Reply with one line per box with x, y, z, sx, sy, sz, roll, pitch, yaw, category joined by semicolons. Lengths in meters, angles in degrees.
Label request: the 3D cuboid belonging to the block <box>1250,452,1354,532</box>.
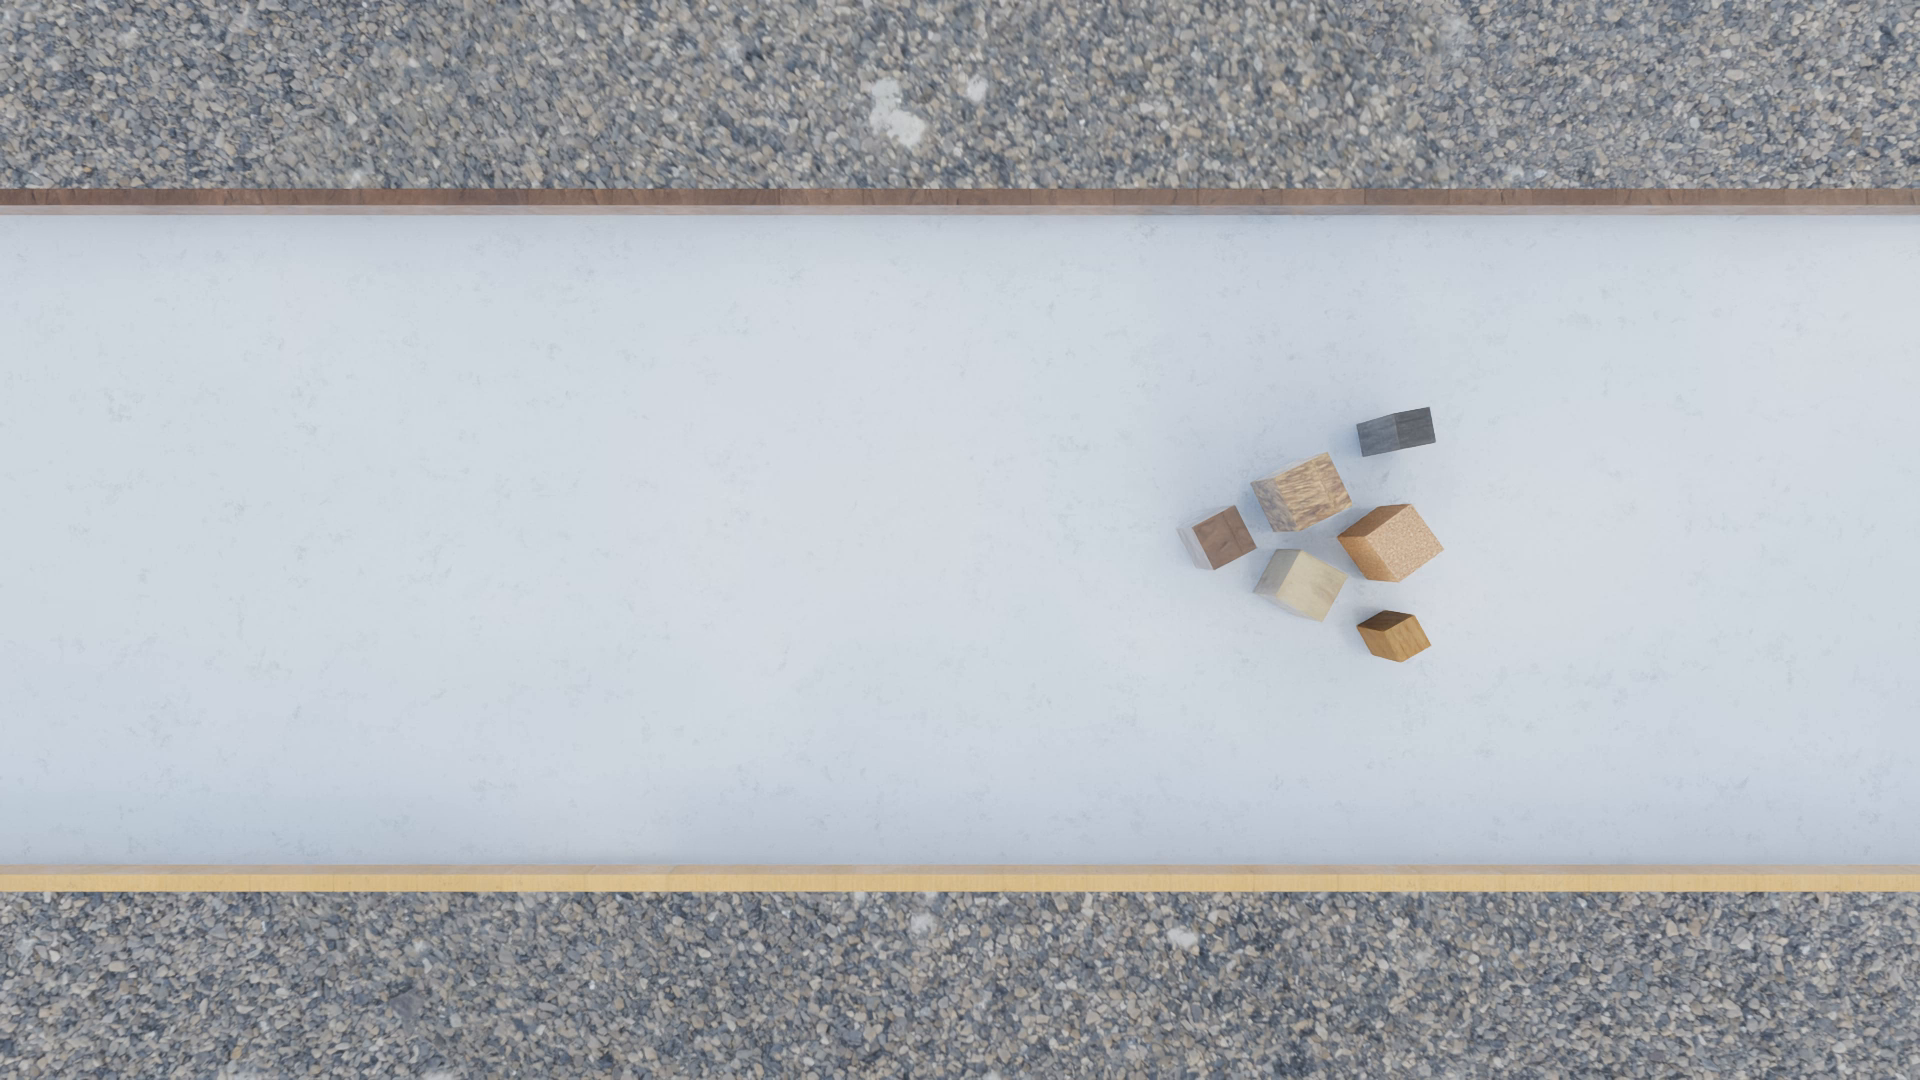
1.005;-0.138;4.879;0.169;0.395;0.169;-26;90;0;block

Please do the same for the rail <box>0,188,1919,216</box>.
-2.247;-1.025;5.002;12.000;0.150;0.050;0;90;0;rail

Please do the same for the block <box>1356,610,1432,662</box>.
1.288;0.284;4.910;0.102;0.333;0.102;-29;90;0;block

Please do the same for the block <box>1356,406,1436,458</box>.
1.280;-0.315;4.858;0.103;0.437;0.103;-11;90;0;block

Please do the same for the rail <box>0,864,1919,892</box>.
-2.247;1.025;5.001;12.000;0.150;0.050;0;90;0;rail

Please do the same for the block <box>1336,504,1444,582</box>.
1.271;0.009;4.892;0.162;0.368;0.162;-36;90;0;block

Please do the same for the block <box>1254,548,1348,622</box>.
1.005;0.132;4.893;0.154;0.366;0.154;29;90;0;block

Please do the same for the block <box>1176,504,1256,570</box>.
0.757;-0.007;4.896;0.139;0.361;0.139;-27;90;0;block
